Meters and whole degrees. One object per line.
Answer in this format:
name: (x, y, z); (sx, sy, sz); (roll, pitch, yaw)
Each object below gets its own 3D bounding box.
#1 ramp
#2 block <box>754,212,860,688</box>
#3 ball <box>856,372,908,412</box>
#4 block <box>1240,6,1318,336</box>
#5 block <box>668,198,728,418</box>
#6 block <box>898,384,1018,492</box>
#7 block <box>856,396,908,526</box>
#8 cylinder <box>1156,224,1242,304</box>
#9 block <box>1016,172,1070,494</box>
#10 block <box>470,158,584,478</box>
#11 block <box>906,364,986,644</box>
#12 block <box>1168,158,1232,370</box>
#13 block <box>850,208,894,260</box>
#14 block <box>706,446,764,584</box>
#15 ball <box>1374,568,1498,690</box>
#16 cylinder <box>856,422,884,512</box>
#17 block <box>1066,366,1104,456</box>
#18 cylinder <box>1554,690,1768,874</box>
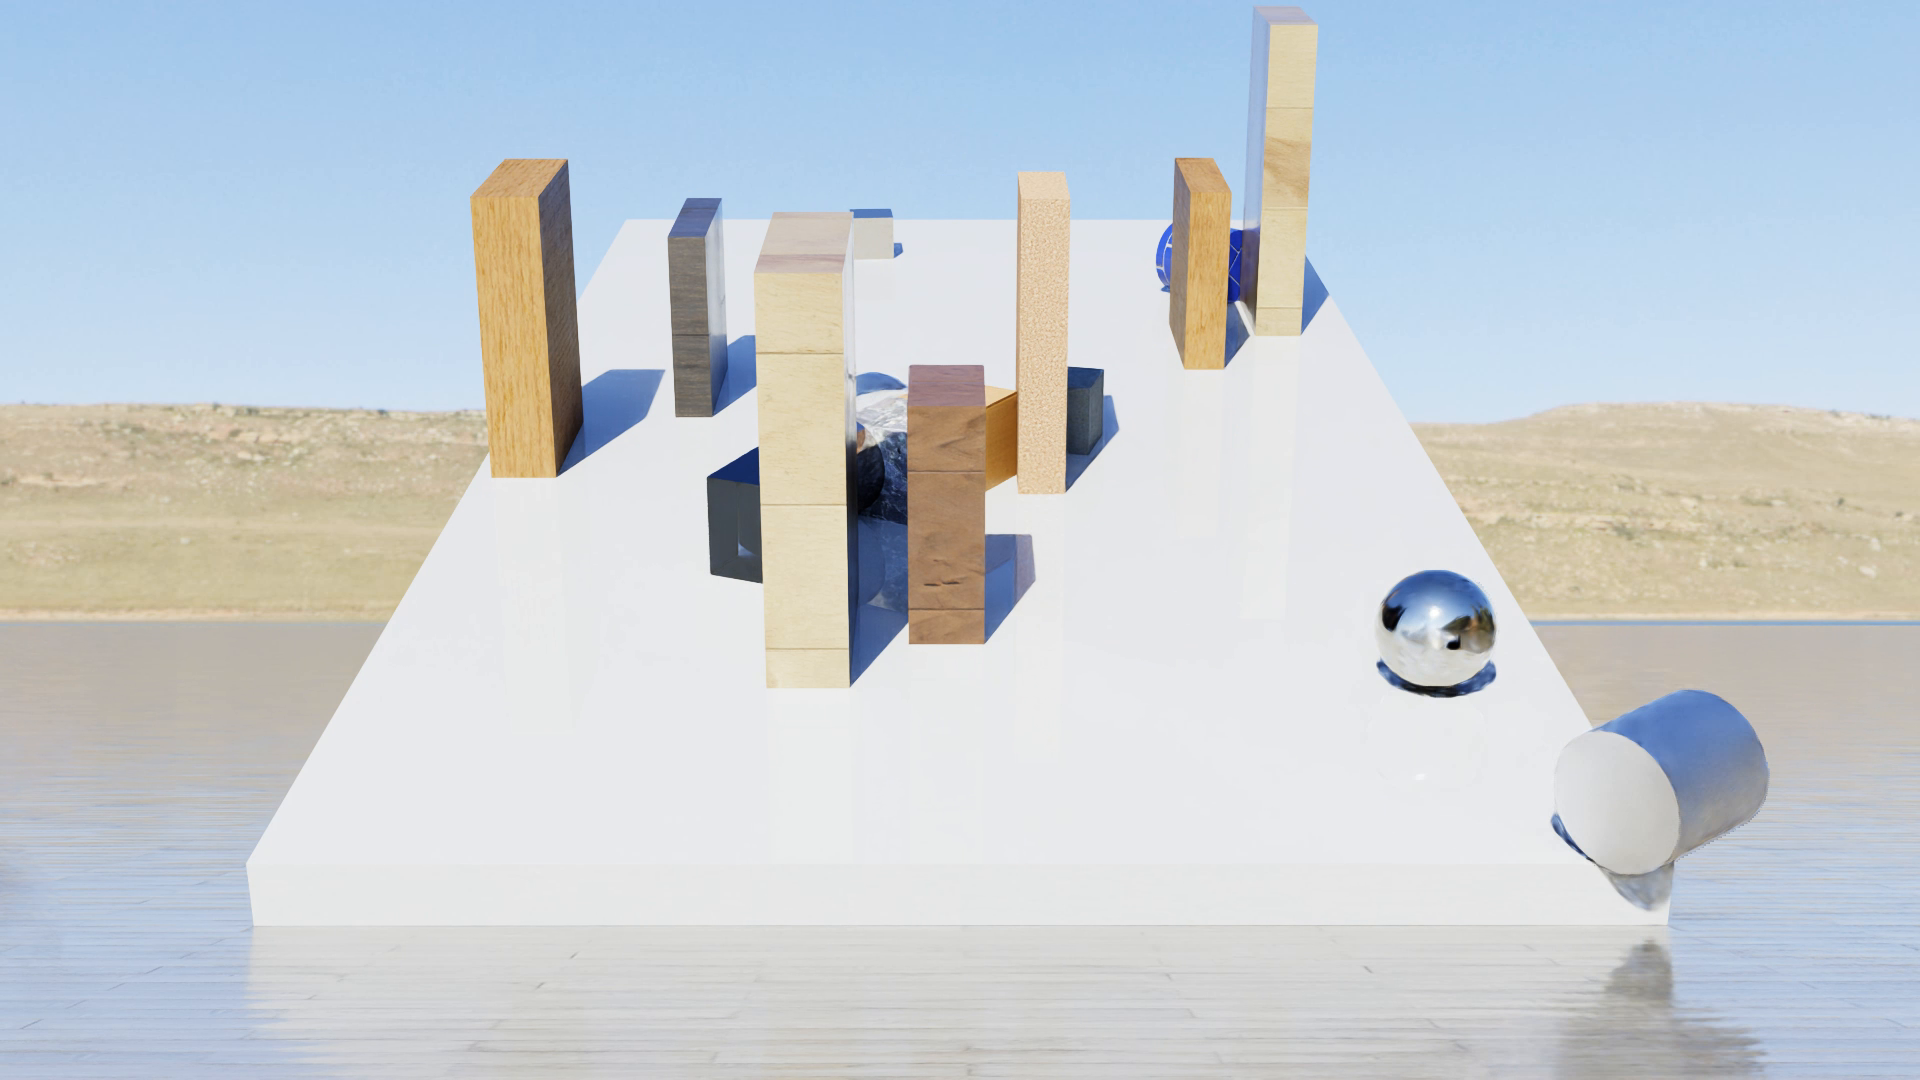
ramp: (-0.006, -0.214, 5.077); (2.000, 0.100, 4.000); (0, 21, 0)
block: (-0.249, -0.158, 3.811); (0.136, 0.697, 0.424); (0, 21, 0)
ball: (-0.179, -0.249, 4.748); (0.200, 0.200, 0.200); (0, -2, 0)
block: (0.798, -0.931, 5.742); (0.114, 0.769, 0.342); (0, 21, 0)
block: (-0.595, -0.535, 5.201); (0.082, 0.410, 0.393); (0, 21, 0)
block: (-0.008, -0.210, 4.670); (0.182, 0.182, 0.182); (13, 24, 30)
block: (-0.110, -0.157, 4.525); (0.188, 0.188, 0.188); (13, 24, 30)
cylinder: (0.657, -0.743, 6.056); (0.194, 0.194, 0.194); (2, 14, -45)
block: (0.165, -0.422, 4.633); (0.095, 0.606, 0.260); (0, 21, 0)
block: (-0.901, -0.470, 4.780); (0.134, 0.587, 0.379); (0, 21, 0)
block: (-0.023, -0.063, 3.942); (0.130, 0.428, 0.241); (0, 21, 0)
block: (0.582, -0.679, 5.559); (0.095, 0.428, 0.408); (0, 21, 0)
block: (-0.252, -0.872, 6.493); (0.119, 0.119, 0.119); (-2, 21, -5)
block: (-0.334, -0.042, 4.217); (0.191, 0.191, 0.191); (9, 23, 22)
ball: (0.776, 0.146, 3.721); (0.197, 0.197, 0.197); (0, -2, 0)
cylinder: (-0.284, -0.120, 4.406); (0.202, 0.202, 0.202); (-1, 17, 32)
block: (0.221, -0.282, 4.907); (0.149, 0.149, 0.149); (6, 22, 14)
cylinder: (0.982, 0.337, 3.197); (0.207, 0.207, 0.207); (-17, 8, -35)
